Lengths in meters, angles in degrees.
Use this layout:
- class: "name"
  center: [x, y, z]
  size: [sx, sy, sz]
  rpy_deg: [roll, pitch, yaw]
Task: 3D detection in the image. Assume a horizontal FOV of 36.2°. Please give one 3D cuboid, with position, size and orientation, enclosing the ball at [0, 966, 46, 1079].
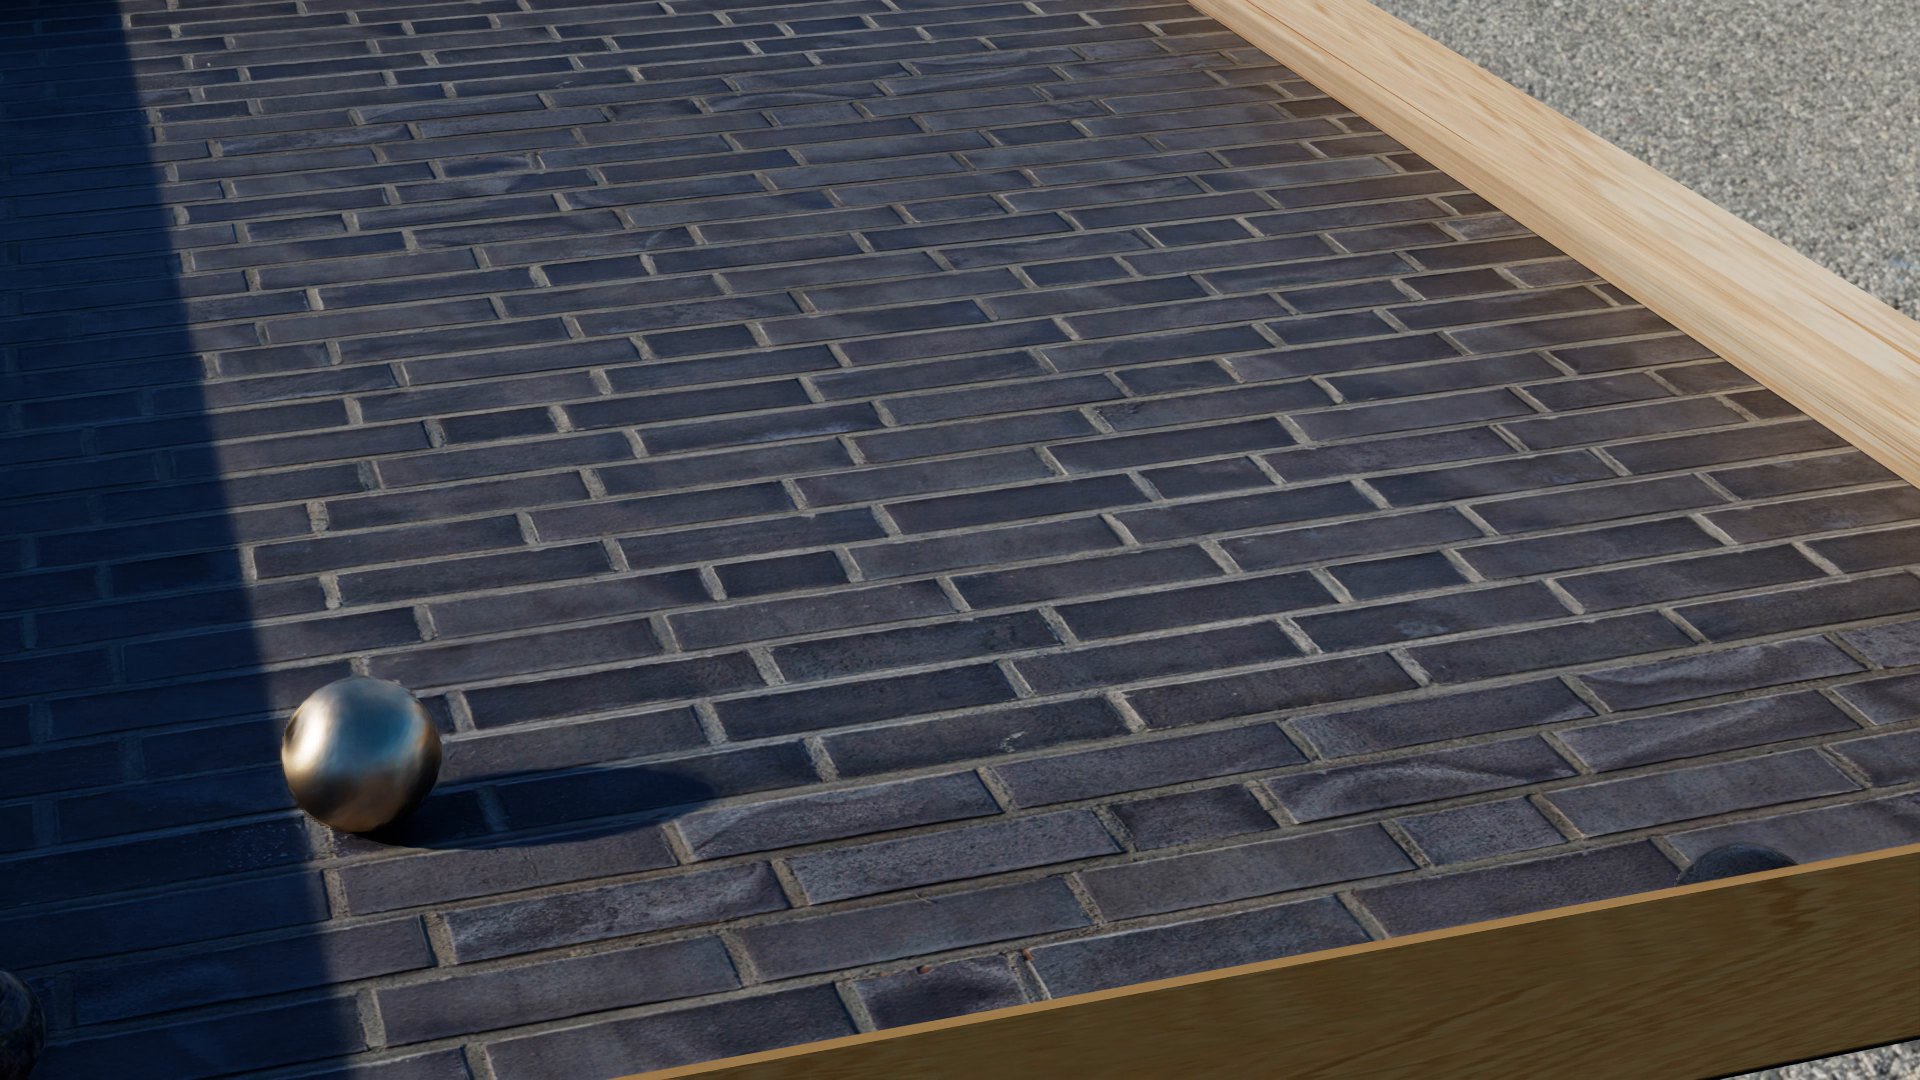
- class: "ball"
  center: [-0.507, 0.253, 1.510]
  size: [0.072, 0.072, 0.072]
  rpy_deg: [0, 25, 0]

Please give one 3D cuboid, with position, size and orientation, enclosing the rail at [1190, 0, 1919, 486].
- class: "rail"
  center: [0.476, -0.395, 2.835]
  size: [0.045, 0.121, 2.746]
  rpy_deg: [-8, 26, -16]

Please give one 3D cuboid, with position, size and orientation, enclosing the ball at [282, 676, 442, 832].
- class: "ball"
  center: [-0.356, 0.128, 1.753]
  size: [0.093, 0.093, 0.093]
  rpy_deg: [0, 25, 0]

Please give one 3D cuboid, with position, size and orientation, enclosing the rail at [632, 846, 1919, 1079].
- class: "rail"
  center: [0.200, 0.242, 1.474]
  size: [1.480, 0.121, 0.045]
  rpy_deg: [-8, 26, -16]

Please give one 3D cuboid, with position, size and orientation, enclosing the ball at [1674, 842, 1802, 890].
- class: "ball"
  center: [0.428, 0.205, 1.604]
  size: [0.080, 0.080, 0.080]
  rpy_deg: [0, 25, 0]
